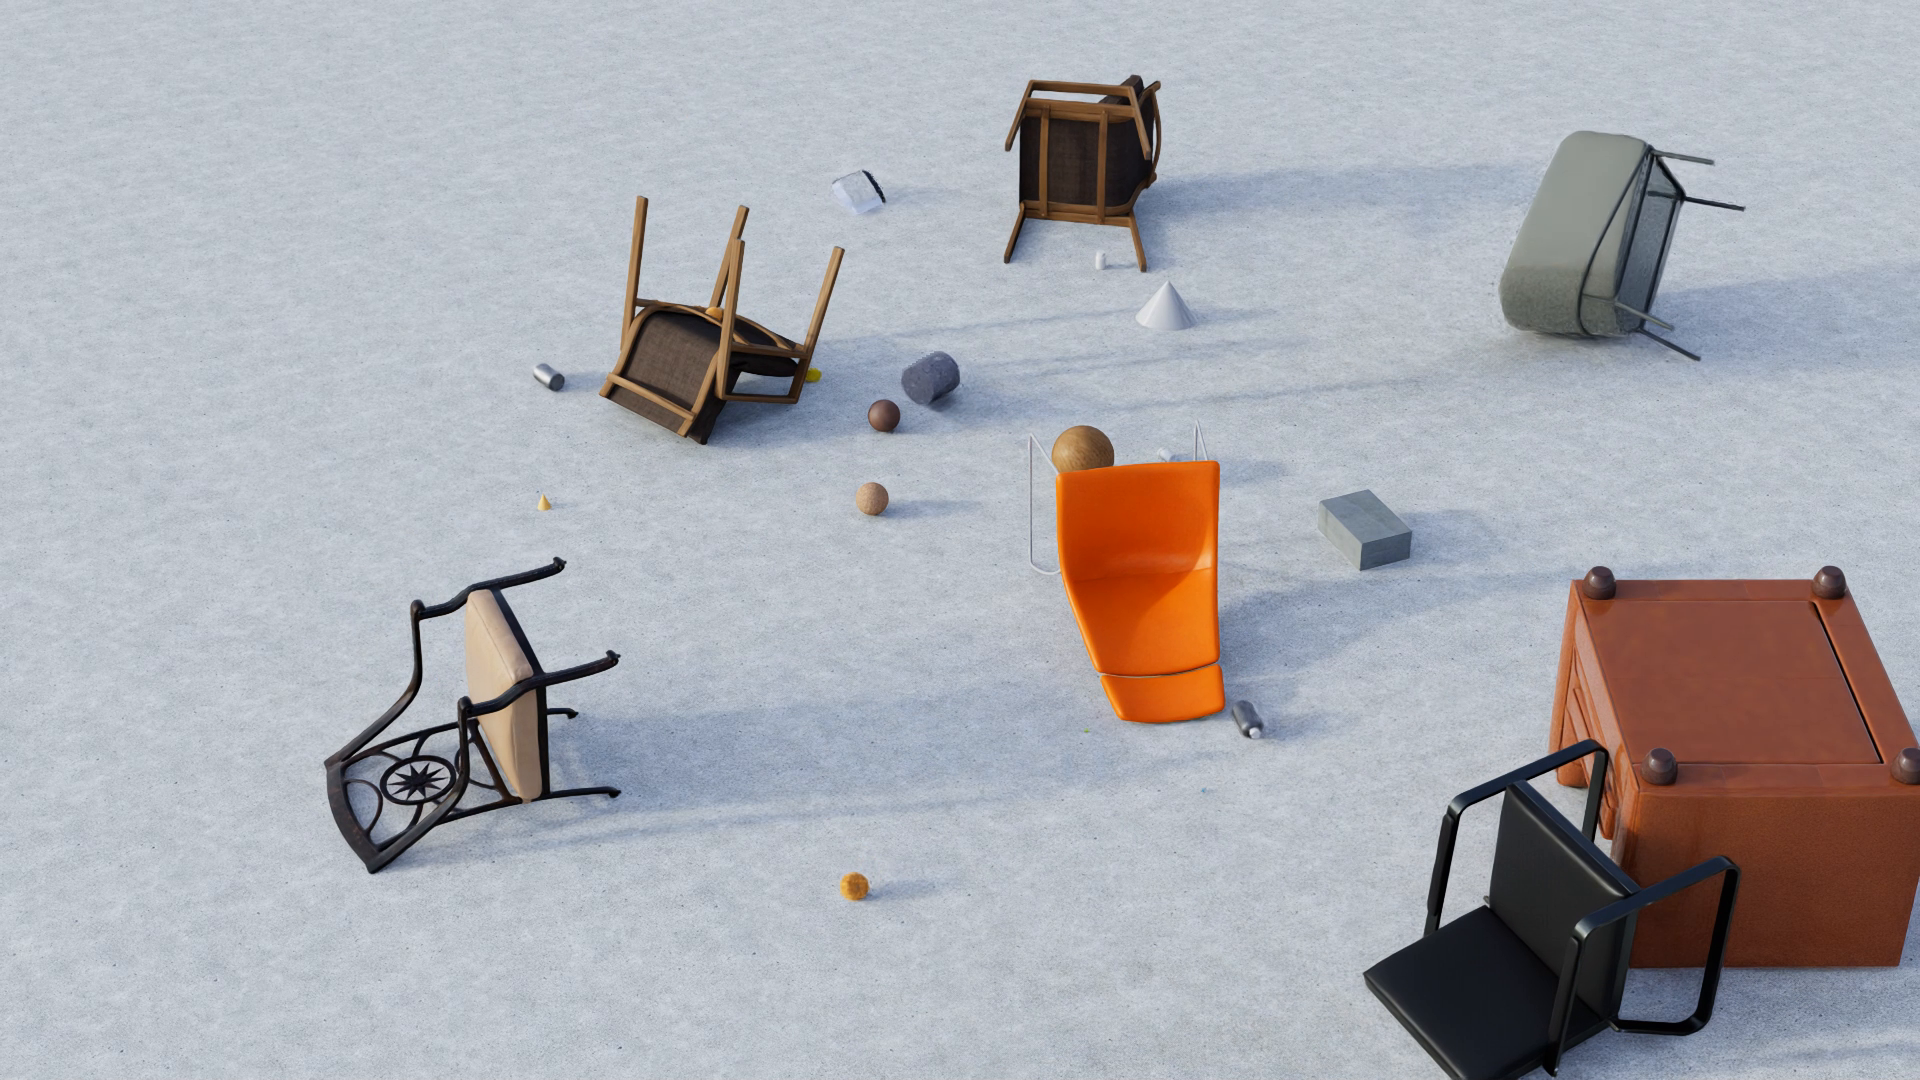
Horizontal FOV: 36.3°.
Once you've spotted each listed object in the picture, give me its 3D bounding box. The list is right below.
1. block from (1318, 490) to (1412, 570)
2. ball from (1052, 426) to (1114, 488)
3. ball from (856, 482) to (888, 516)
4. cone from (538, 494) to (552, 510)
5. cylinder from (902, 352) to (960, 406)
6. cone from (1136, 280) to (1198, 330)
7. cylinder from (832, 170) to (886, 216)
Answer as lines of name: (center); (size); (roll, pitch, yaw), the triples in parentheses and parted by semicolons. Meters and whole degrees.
block: (1.502, -0.039, 10.893); (0.212, 0.121, 0.315); (-13, 36, -19)
ball: (0.470, -0.318, 11.207); (0.242, 0.242, 0.242); (0, 33, 0)
ball: (-0.331, -0.156, 11.067); (0.126, 0.126, 0.126); (0, 33, 0)
cone: (-1.578, -0.152, 11.118); (0.051, 0.062, 0.057); (-8, 34, -11)
cylinder: (-0.115, -0.648, 11.776); (0.164, 0.171, 0.162); (-31, 88, -38)
cone: (0.871, -1.010, 12.306); (0.264, 0.189, 0.194); (8, 34, 12)
cylinder: (-0.457, -1.568, 13.213); (0.176, 0.072, 0.192); (-27, 76, -35)
